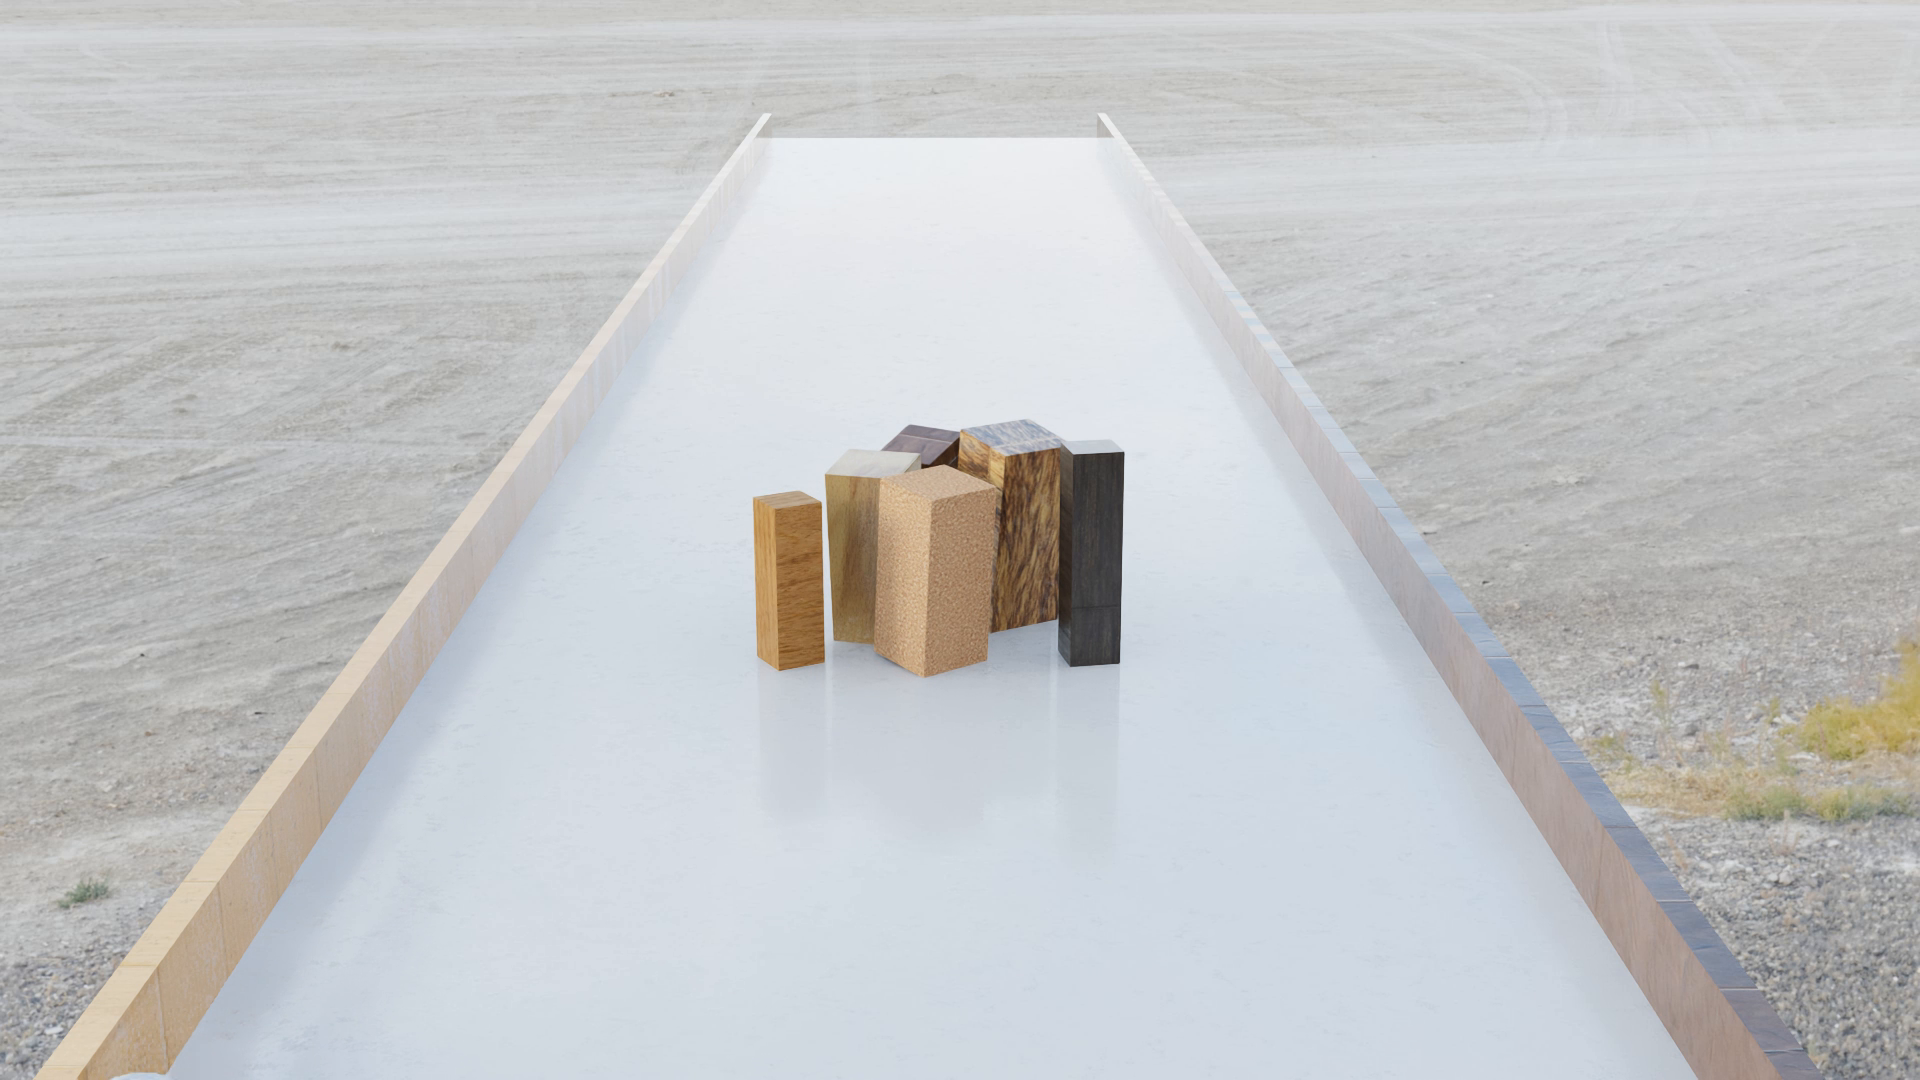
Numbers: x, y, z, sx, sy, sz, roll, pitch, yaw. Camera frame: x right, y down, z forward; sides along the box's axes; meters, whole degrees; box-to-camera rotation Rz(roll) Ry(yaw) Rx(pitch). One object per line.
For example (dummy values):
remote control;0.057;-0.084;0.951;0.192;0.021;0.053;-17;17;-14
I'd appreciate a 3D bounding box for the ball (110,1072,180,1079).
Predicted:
ball;-0.938;0.707;2.508;0.194;0.194;0.194;0;17;0

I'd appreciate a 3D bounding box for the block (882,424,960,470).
block;-0.057;-0.050;4.717;0.139;0.361;0.139;10;37;31

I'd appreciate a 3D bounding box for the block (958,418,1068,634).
block;0.104;-0.031;4.606;0.169;0.395;0.169;-10;27;-31

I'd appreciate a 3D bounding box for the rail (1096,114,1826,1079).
rail;0.932;-0.844;7.801;0.050;0.150;12.000;0;17;-1

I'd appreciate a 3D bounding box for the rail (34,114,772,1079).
rail;-1.118;-0.838;7.780;0.050;0.150;12.000;0;17;-1

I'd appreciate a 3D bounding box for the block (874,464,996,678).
block;-0.051;0.060;4.360;0.162;0.368;0.162;-13;25;-37

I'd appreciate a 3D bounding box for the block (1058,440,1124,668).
block;0.259;0.026;4.371;0.103;0.437;0.103;-3;17;-11

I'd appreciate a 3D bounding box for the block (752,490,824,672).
block;-0.340;0.080;4.373;0.102;0.333;0.102;-9;19;-28

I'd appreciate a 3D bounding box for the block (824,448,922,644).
block;-0.170;0.016;4.509;0.154;0.366;0.154;5;23;15
